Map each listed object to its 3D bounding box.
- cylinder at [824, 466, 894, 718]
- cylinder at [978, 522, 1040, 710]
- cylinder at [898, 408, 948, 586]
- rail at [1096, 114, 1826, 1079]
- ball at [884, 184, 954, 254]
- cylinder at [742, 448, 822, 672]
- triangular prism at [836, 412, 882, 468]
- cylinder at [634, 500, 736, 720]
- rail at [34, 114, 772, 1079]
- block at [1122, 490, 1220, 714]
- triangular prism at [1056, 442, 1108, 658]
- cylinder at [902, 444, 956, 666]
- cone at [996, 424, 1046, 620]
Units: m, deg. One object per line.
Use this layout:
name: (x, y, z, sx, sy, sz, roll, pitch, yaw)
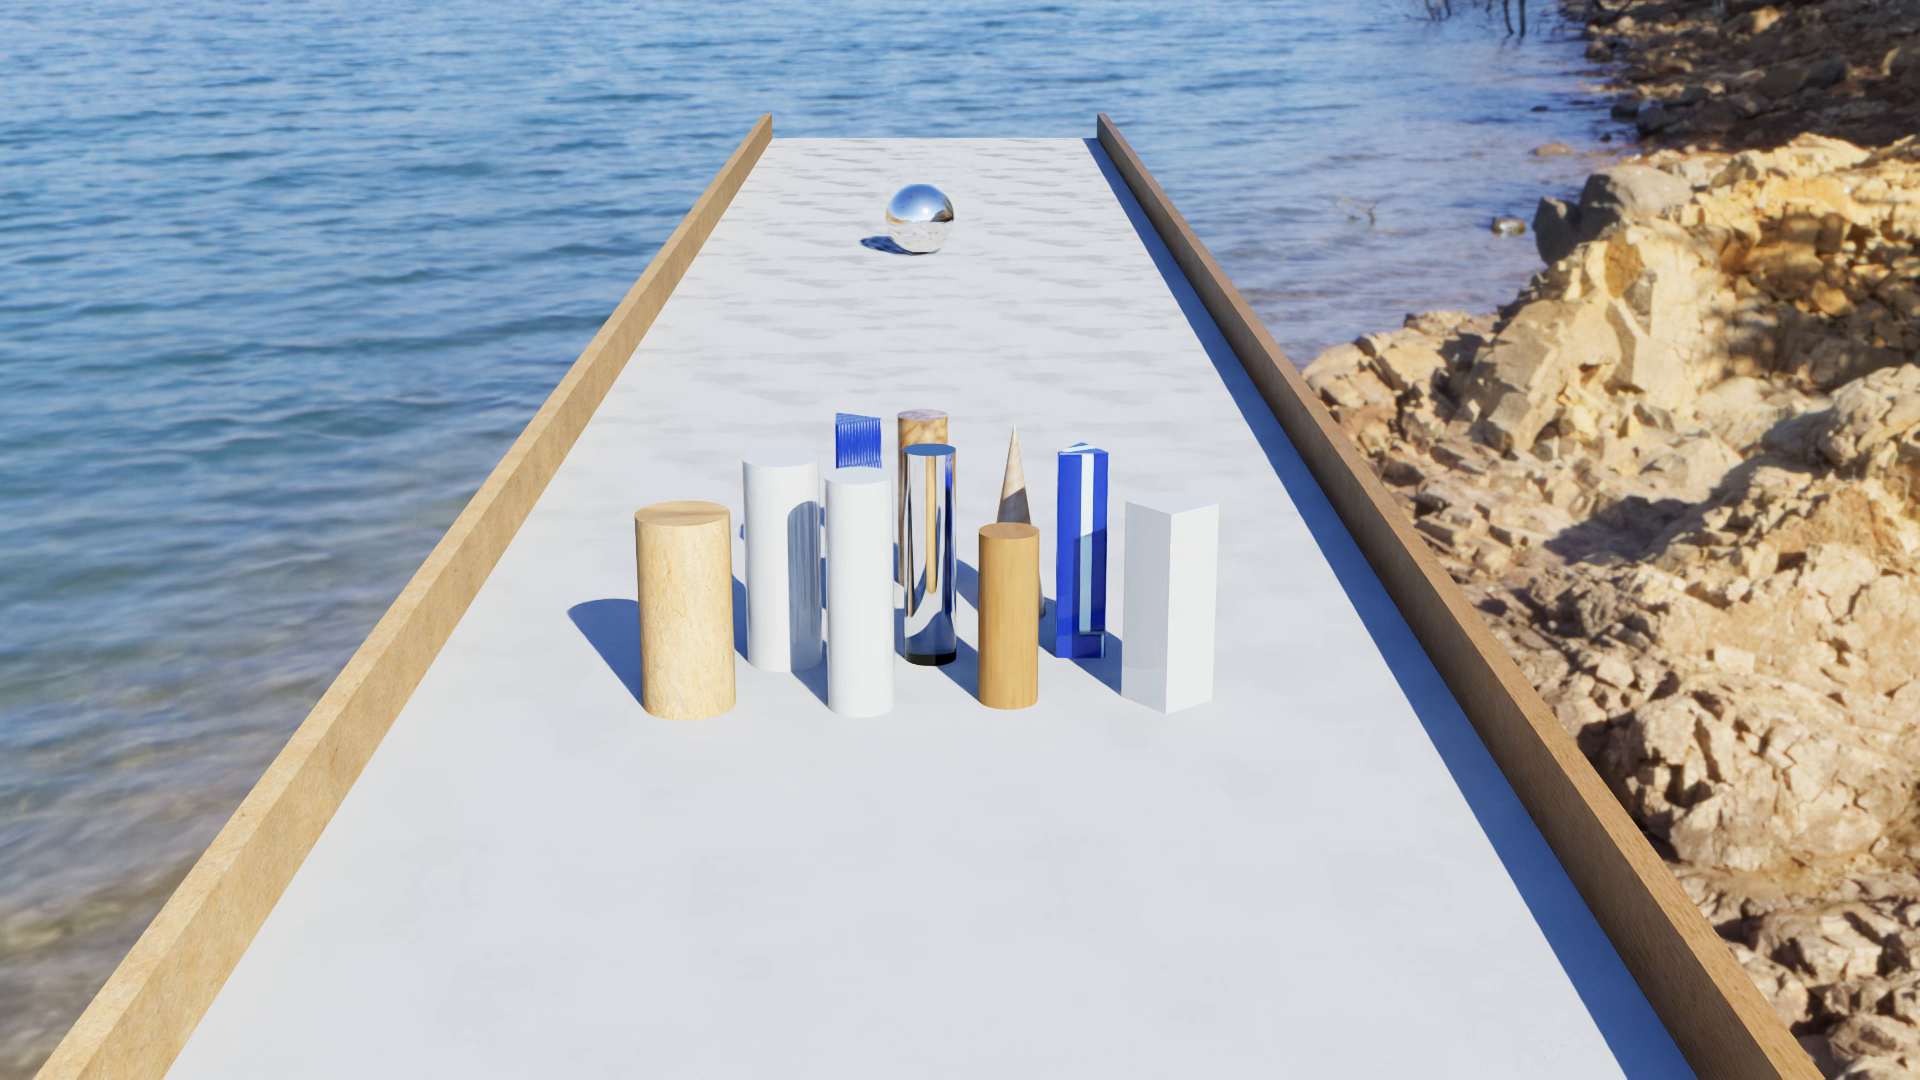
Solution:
cylinder: (-0.187, 0.098, 4.107, 0.127, 0.451, 0.127, 0, 17, 0)
cylinder: (0.092, 0.143, 4.156, 0.115, 0.335, 0.115, 0, 17, 0)
cylinder: (-0.082, -0.090, 4.856, 0.112, 0.383, 0.112, 0, 17, 0)
rail: (0.932, -0.844, 7.801, 0.050, 0.150, 12.000, 0, 17, -1)
ball: (-0.169, -1.353, 9.258, 0.295, 0.295, 0.295, 0, 17, 0)
cylinder: (-0.351, 0.039, 4.361, 0.151, 0.418, 0.151, 0, 17, 0)
triangular prism: (-0.234, -0.052, 4.651, 0.108, 0.427, 0.093, -10, 19, -31)
cylinder: (-0.514, 0.131, 4.127, 0.176, 0.376, 0.176, 0, 17, 0)
rail: (-1.118, -0.838, 7.780, 0.050, 0.150, 12.000, 0, 17, -1)
block: (0.395, 0.116, 4.154, 0.123, 0.390, 0.123, -13, 21, -37)
triangular prism: (0.243, 0.021, 4.409, 0.099, 0.426, 0.086, 0, 17, 1)
cylinder: (-0.060, 0.030, 4.370, 0.105, 0.432, 0.105, 0, 17, 0)
cone: (0.113, -0.048, 4.644, 0.142, 0.424, 0.142, 0, 17, 0)
